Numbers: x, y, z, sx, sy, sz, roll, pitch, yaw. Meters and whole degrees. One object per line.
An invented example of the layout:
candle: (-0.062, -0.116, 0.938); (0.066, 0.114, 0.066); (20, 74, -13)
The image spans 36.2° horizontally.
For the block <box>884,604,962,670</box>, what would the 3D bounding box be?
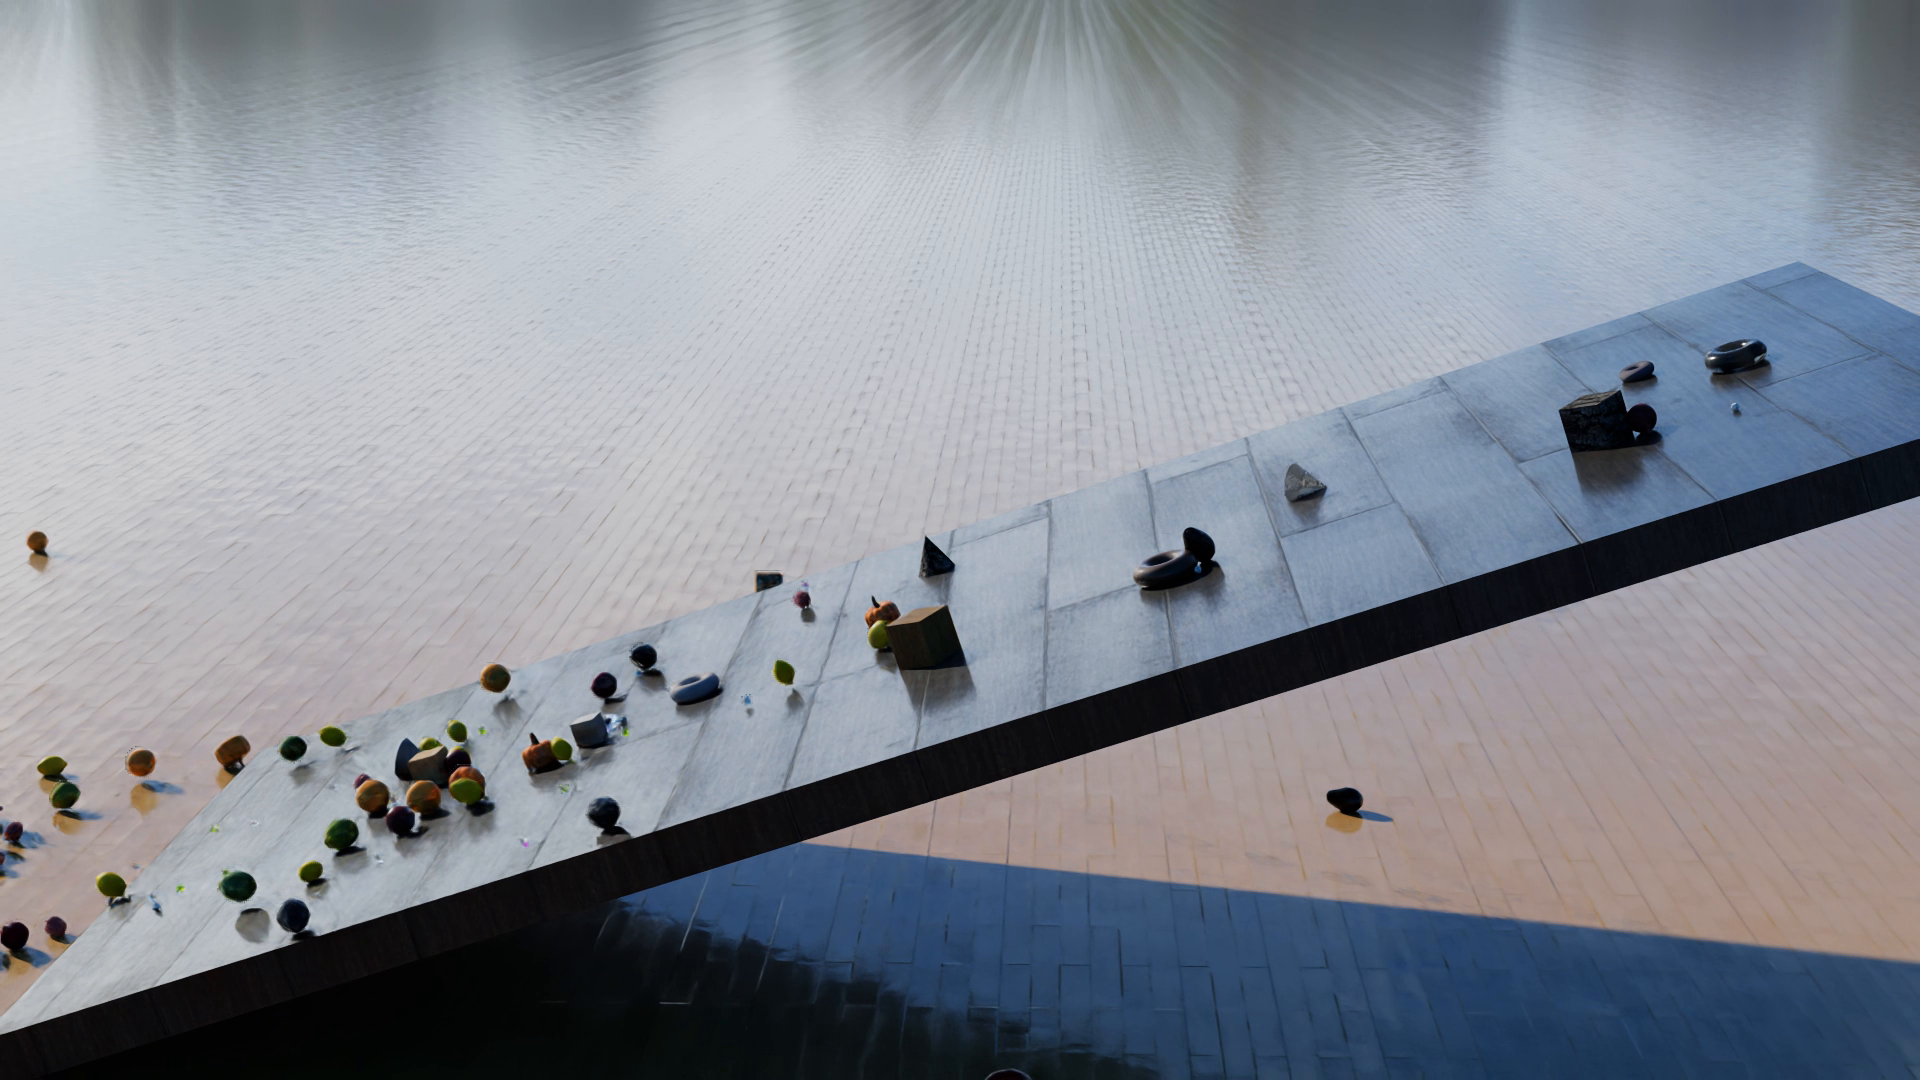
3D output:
block: (-0.075, 0.198, 5.994); (0.096, 0.096, 0.096); (-9, 14, 41)

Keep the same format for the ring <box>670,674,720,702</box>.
ring: (-0.577, 0.321, 6.394); (0.112, 0.037, 0.112); (-17, 11, 4)

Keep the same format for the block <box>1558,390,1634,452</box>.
block: (1.276, -0.238, 5.904); (0.092, 0.092, 0.092); (-7, 16, 47)

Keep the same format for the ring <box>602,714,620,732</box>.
ring: (-0.775, 0.400, 6.361); (0.080, 0.027, 0.080); (-18, 12, 4)

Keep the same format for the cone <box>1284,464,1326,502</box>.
cone: (0.756, -0.120, 6.346); (0.083, 0.083, 0.083); (6, 9, -21)

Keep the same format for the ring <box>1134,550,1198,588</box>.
ring: (0.419, 0.058, 5.998); (0.137, 0.046, 0.137); (-18, 12, 4)

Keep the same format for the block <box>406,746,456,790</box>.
block: (-1.151, 0.496, 6.403); (0.067, 0.067, 0.067); (-15, 11, 17)

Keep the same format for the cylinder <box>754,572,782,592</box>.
cylinder: (-0.625, 0.146, 9.592); (0.082, 0.082, 0.082); (-2, 12, -11)

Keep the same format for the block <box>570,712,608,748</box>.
block: (-0.792, 0.406, 6.283); (0.054, 0.054, 0.054); (-16, 11, 15)

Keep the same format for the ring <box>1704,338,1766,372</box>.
ring: (1.633, -0.388, 6.191); (0.131, 0.044, 0.131); (-18, 12, 4)

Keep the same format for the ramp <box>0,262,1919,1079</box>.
ramp: (0.104, 0.182, 6.308); (4.000, 0.100, 2.000); (-18, 11, 6)

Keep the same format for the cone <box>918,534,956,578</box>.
cone: (-0.068, 0.030, 6.855); (0.090, 0.090, 0.090); (-18, 11, 3)

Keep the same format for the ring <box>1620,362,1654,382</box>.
ring: (1.473, -0.366, 6.400); (0.078, 0.026, 0.078); (-22, 12, 5)

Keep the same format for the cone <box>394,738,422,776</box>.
cone: (-1.207, 0.495, 6.579); (0.087, 0.087, 0.087); (11, 13, 9)
